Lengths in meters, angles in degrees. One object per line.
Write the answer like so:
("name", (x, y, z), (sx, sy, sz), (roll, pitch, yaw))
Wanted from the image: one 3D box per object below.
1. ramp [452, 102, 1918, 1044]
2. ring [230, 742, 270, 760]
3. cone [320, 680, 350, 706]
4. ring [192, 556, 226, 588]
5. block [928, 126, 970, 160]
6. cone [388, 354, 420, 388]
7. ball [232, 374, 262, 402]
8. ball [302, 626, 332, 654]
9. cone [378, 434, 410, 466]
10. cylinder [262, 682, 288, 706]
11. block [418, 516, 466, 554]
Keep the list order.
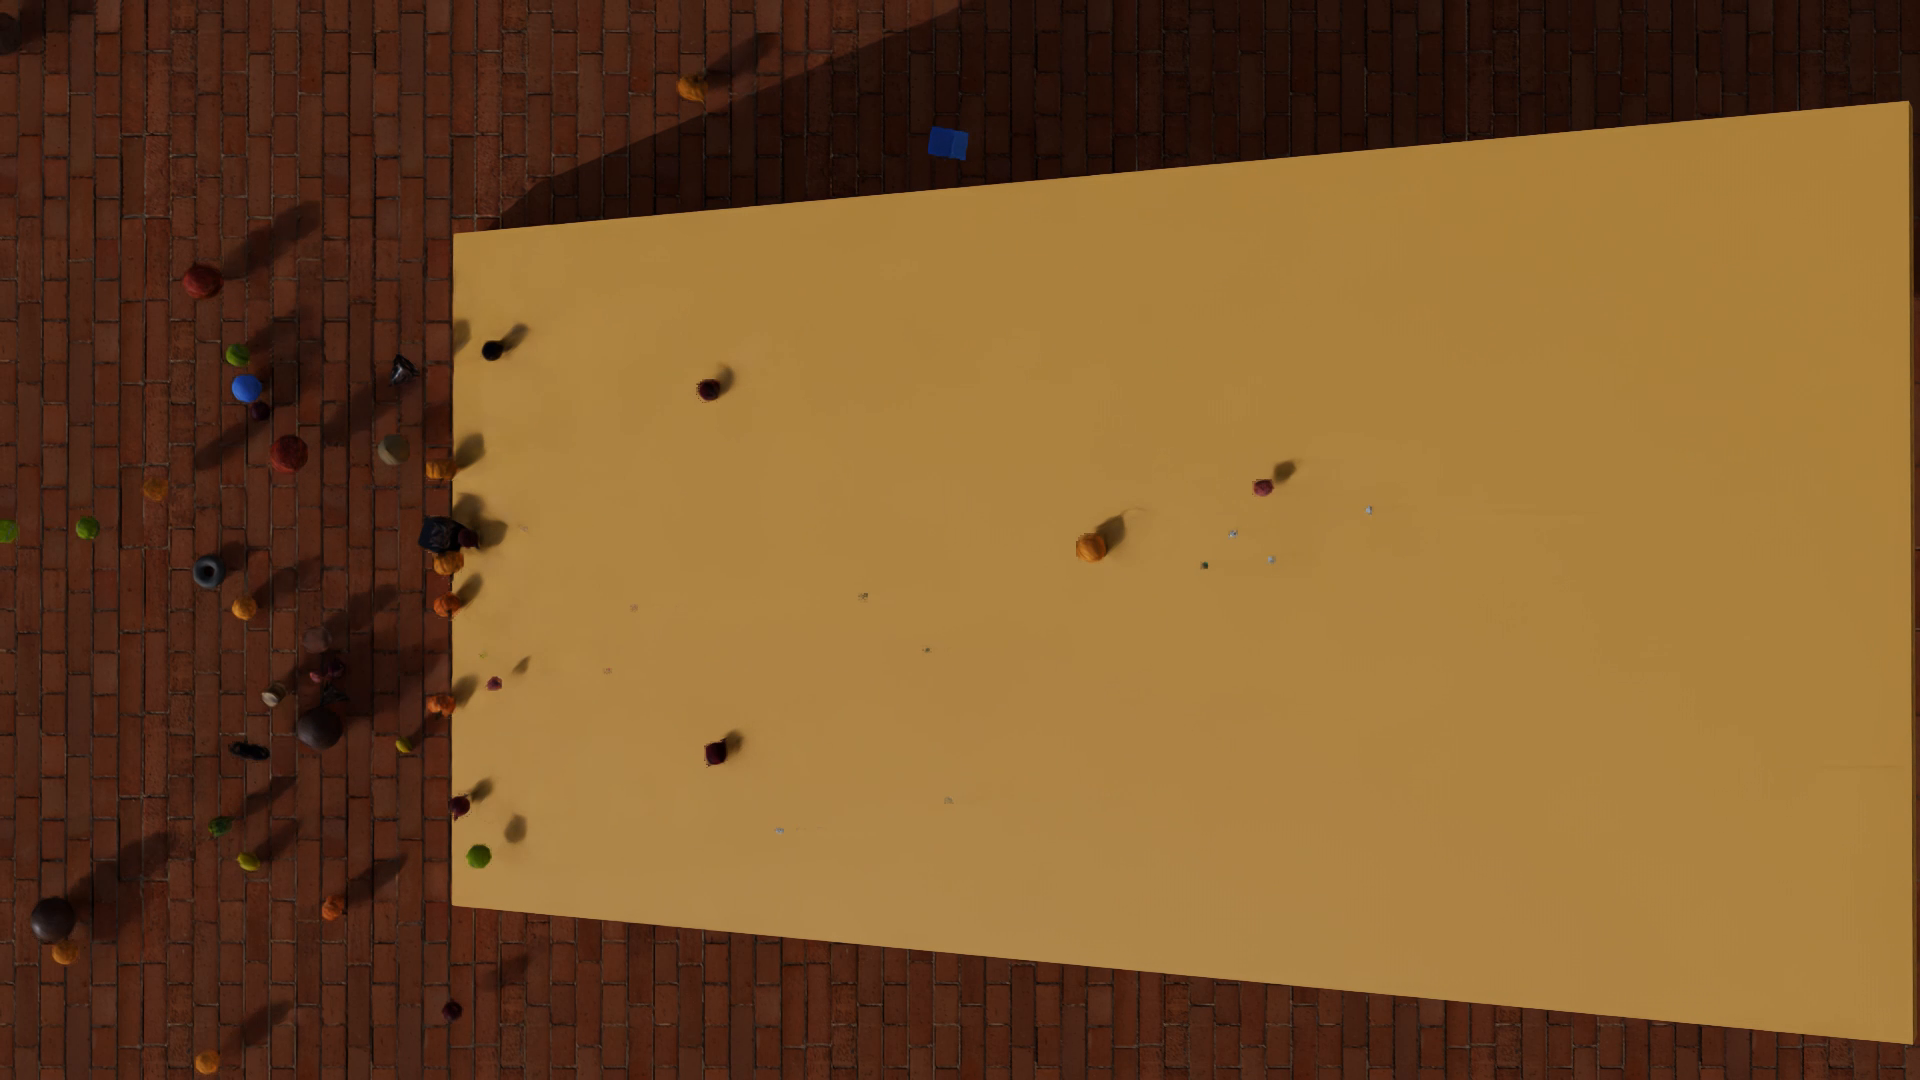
("ramp", (0.276, 0.077, 5.649), (4.000, 0.100, 2.000), (0, 89, 28))
("ring", (-2.112, 0.630, 6.542), (0.115, 0.115, 0.038), (9, 77, 0))
("cone", (-1.870, 0.469, 6.600), (0.079, 0.079, 0.079), (15, 89, -9))
("ring", (-2.260, 0.096, 6.620), (0.101, 0.034, 0.101), (0, 87, 3))
("block", (-0.035, -1.168, 6.474), (0.082, 0.082, 0.082), (15, 101, 30))
("cone", (-1.664, -0.483, 6.508), (0.093, 0.093, 0.093), (44, 99, 0))
("ball", (-2.140, -0.456, 6.600), (0.085, 0.085, 0.085), (0, 89, 0))
("ball", (-1.929, 0.299, 6.593), (0.085, 0.085, 0.085), (0, 89, 0))
("cone", (-1.696, -0.267, 6.551), (0.096, 0.096, 0.096), (0, 95, -1))
("cylinder", (-2.054, 0.462, 6.592), (0.055, 0.055, 0.055), (9, 125, 14))
("block", (-1.533, -0.013, 6.512), (0.087, 0.087, 0.087), (22, 100, 27))
